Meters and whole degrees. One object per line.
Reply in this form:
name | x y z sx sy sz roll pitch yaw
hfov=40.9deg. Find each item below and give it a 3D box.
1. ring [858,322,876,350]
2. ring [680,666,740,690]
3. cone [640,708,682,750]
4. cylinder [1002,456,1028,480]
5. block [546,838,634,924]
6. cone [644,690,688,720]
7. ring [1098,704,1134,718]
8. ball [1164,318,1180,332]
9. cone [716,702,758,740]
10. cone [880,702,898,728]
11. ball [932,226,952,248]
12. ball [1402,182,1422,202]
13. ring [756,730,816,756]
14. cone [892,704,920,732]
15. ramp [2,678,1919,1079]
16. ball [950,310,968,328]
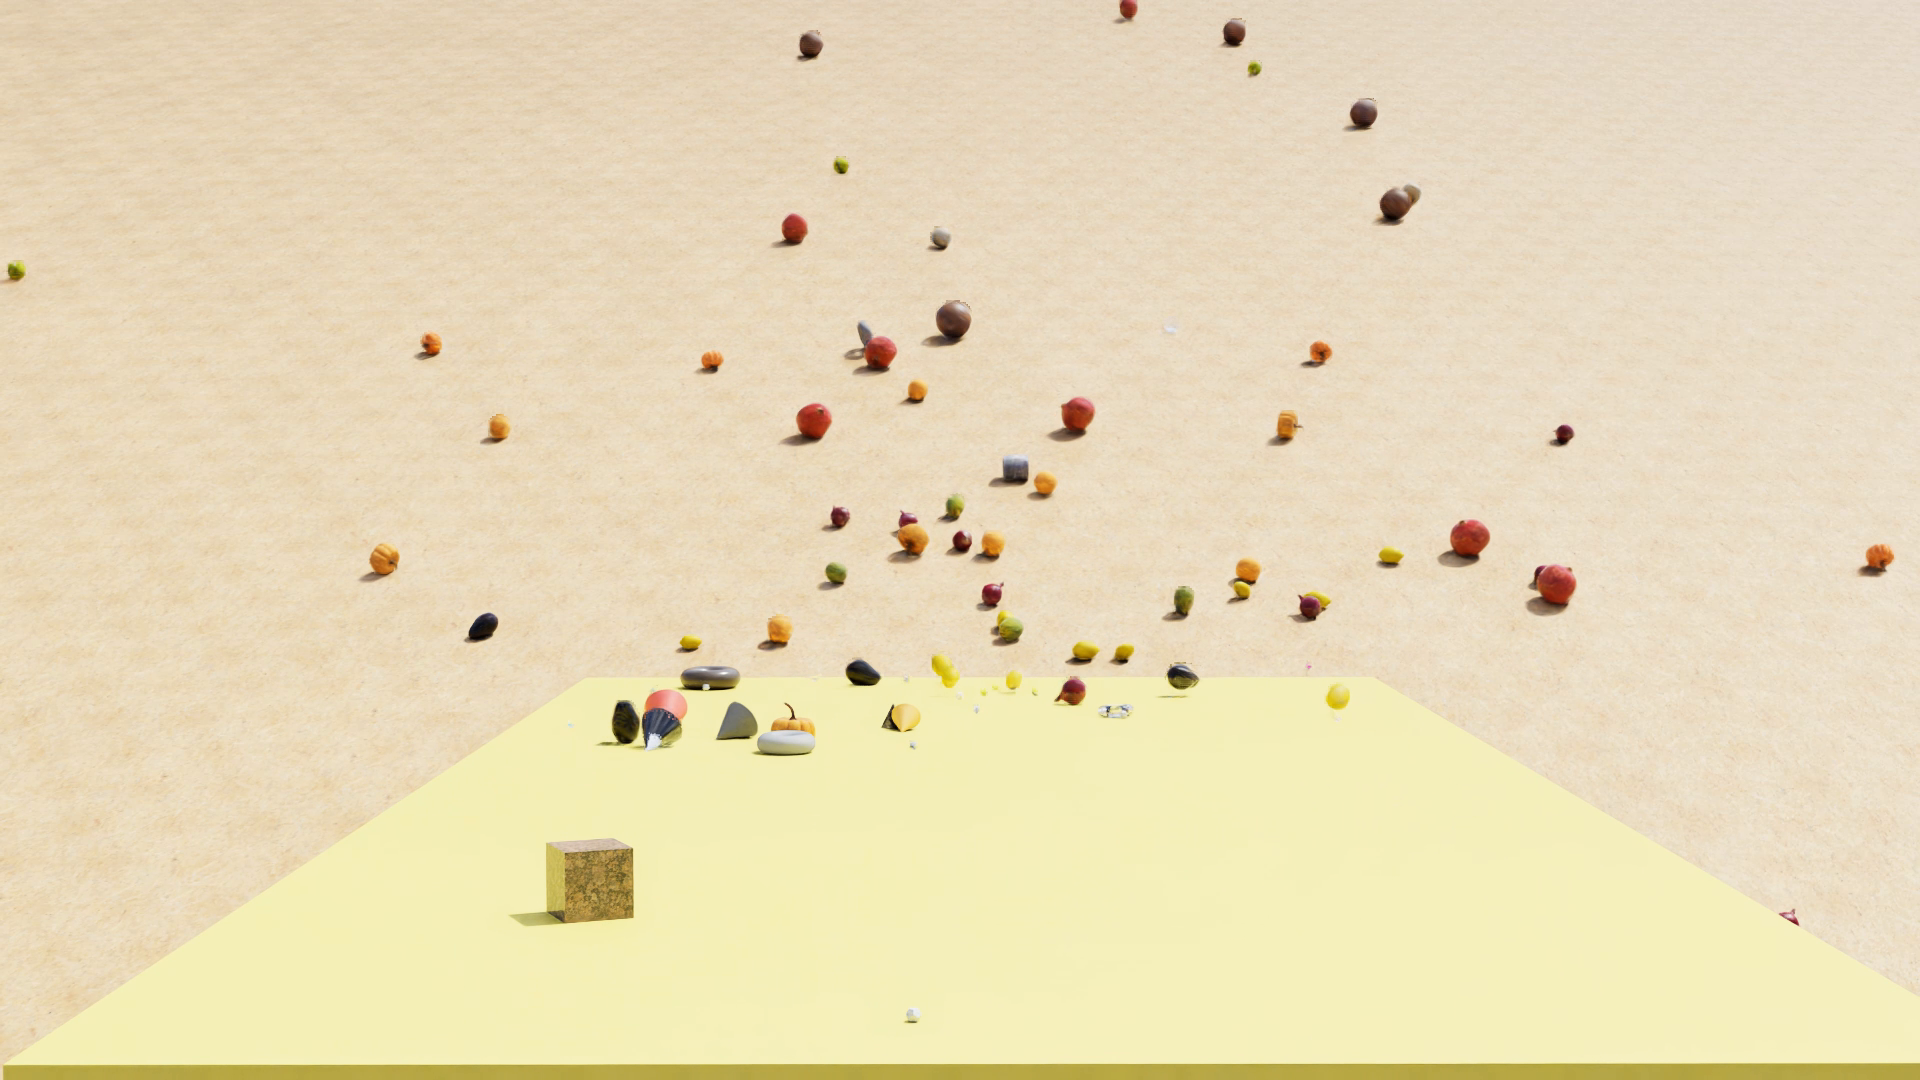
ring | -0.332 -0.722 9.144 0.036 0.109 0.109 -21 27 -10
ring | -0.608 0.337 6.277 0.148 0.049 0.148 0 4 0
cone | -0.603 0.391 5.066 0.088 0.088 0.088 6 31 14
cylinder | 0.173 -0.225 8.018 0.077 0.077 0.077 -1 23 -3
block | -0.478 0.439 3.321 0.091 0.091 0.091 -1 3 -24
cone | -0.618 0.376 5.411 0.091 0.091 0.091 -2 29 -5
ring | 0.341 0.374 5.639 0.078 0.026 0.078 -3 0 0
ball | 0.768 -0.778 9.341 0.053 0.053 0.053 0 23 0
cone | -0.469 0.386 5.228 0.083 0.083 0.083 17 40 35
cone | -0.141 0.369 5.429 0.053 0.053 0.053 0 2 0
ball | -0.073 -1.216 10.329 0.081 0.081 0.081 0 23 0
ball | 1.919 -1.477 10.935 0.084 0.084 0.084 0 23 0
ring | -0.338 0.395 5.009 0.115 0.038 0.115 0 4 0
cone | -0.117 0.384 5.368 0.063 0.063 0.063 3 29 7
ramp | 0.053 0.483 4.539 2.000 0.100 4.000 0 2 0
ball | -0.004 -0.803 9.384 0.065 0.065 0.065 0 23 0
